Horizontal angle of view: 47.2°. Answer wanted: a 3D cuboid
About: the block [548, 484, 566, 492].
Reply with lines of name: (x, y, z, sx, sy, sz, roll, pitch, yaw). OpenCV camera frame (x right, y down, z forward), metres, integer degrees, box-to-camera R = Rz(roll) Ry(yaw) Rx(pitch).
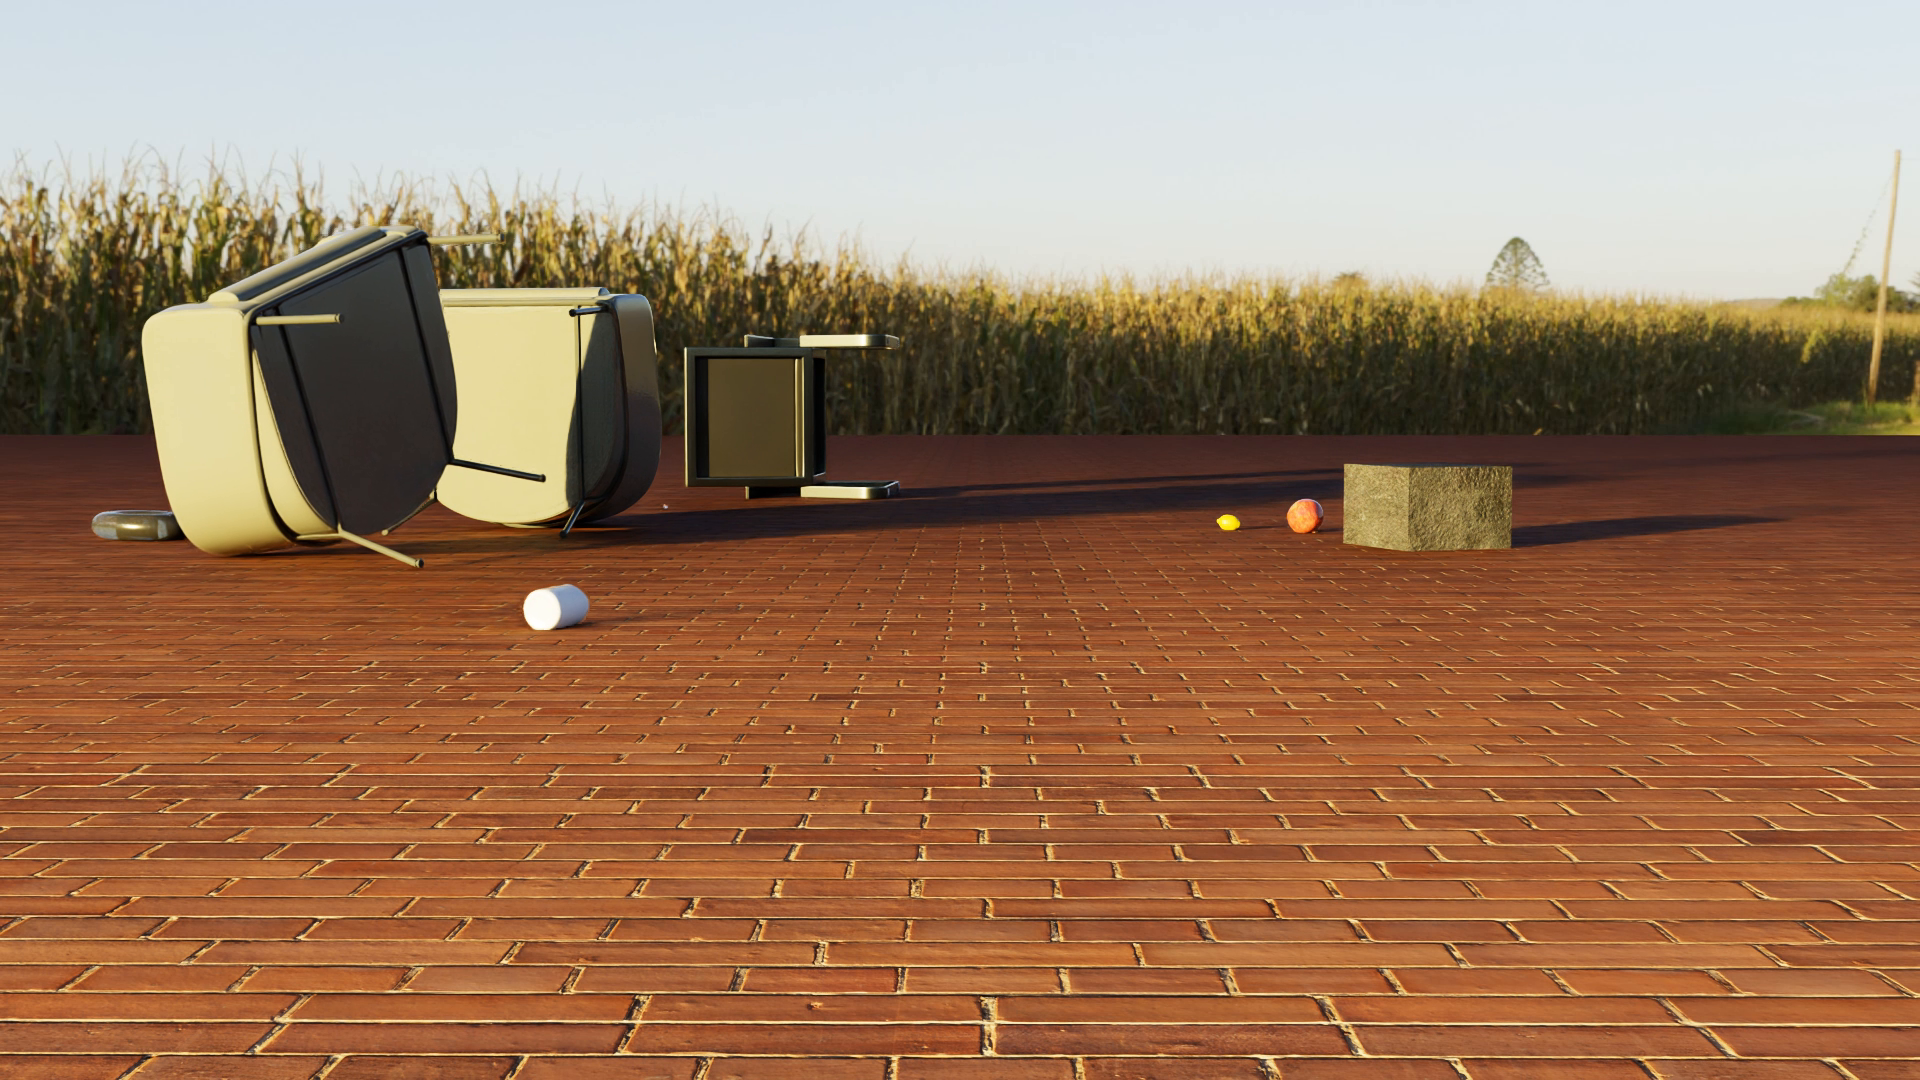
block: (-1.756, -0.228, 9.594, 0.059, 0.037, 0.059, -2, 5, -31)

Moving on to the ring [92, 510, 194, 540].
ring: (-2.446, -0.042, 6.582, 0.345, 0.082, 0.196, 2, 5, 20)

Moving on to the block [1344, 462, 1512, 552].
block: (1.336, -0.099, 6.301, 0.334, 0.231, 0.353, -1, 4, -20)
